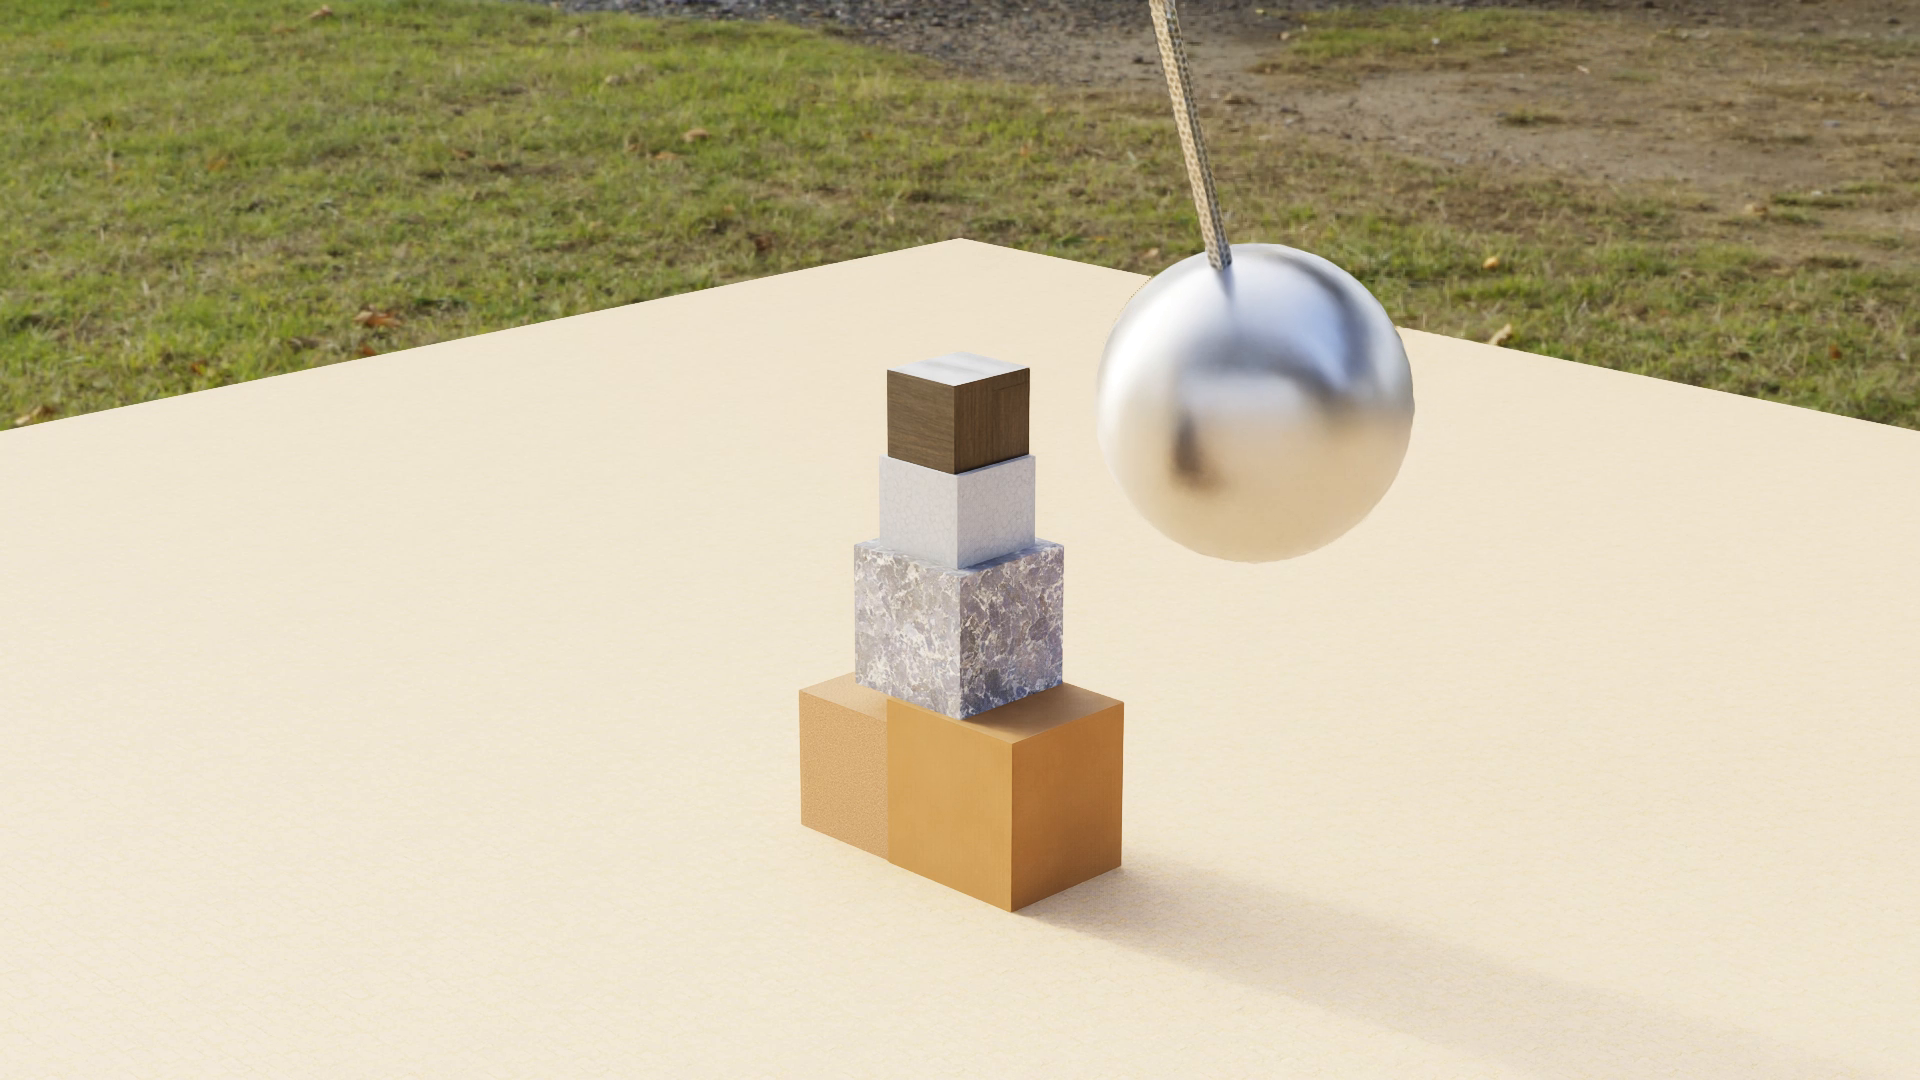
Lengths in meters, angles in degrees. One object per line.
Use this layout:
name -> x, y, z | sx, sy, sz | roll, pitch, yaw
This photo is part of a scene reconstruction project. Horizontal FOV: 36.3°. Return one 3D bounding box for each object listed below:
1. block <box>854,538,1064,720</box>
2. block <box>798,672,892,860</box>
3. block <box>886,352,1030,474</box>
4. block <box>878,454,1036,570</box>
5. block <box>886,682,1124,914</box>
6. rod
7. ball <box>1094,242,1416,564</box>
block -> -0.005, 0.342, 13.444 | 0.672, 0.670, 0.682 | -17, 24, -42
block -> -0.293, 1.022, 13.950 | 0.713, 0.686, 0.606 | -17, 24, -42
block -> -0.007, -0.575, 13.154 | 0.480, 0.405, 0.426 | -17, 24, -42
block -> -0.012, -0.178, 13.273 | 0.501, 0.424, 0.500 | -17, 24, -42
block -> 0.207, 1.114, 13.452 | 0.735, 0.808, 0.792 | -17, 24, -42
rod -> 0.636, -3.477, 12.915 | 0.080, 5.200, 0.080 | 17, 44, 42
ball -> 1.467, -0.682, 14.665 | 1.600, 1.600, 1.600 | 0, 17, 0
